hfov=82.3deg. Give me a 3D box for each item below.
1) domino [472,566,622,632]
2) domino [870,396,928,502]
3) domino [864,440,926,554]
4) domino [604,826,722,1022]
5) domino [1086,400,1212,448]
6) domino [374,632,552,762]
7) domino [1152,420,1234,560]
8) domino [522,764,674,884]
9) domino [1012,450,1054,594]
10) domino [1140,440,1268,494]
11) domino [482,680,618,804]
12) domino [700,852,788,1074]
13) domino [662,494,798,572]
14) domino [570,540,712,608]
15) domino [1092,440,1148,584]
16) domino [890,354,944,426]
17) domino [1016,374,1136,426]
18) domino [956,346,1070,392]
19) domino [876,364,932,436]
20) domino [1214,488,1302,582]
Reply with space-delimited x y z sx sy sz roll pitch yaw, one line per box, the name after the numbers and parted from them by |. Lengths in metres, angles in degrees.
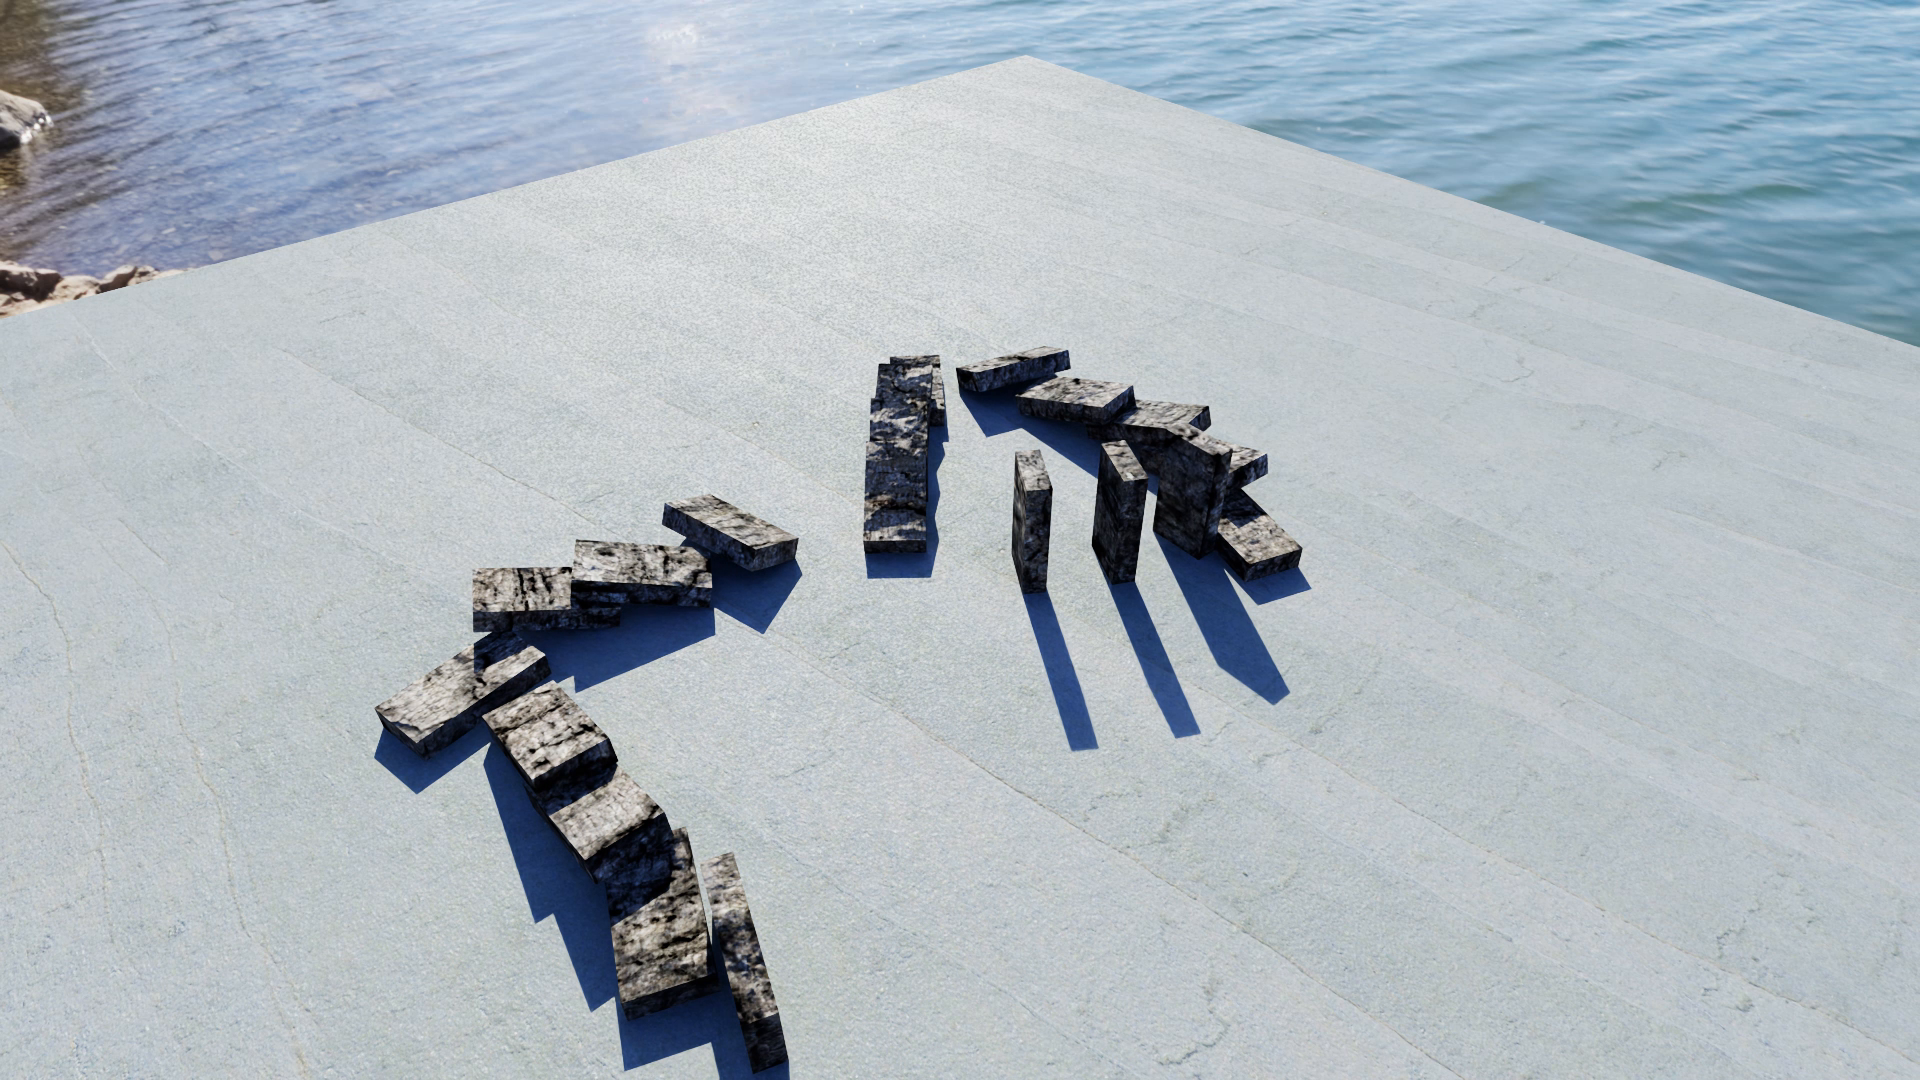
-0.153 0.021 0.407 0.050 0.009 0.025 0 37 -24 | domino
-0.027 -0.040 0.480 0.025 0.010 0.050 -1 58 0 | domino
-0.027 -0.018 0.454 0.025 0.009 0.050 -1 57 -1 | domino
-0.086 0.107 0.312 0.025 0.009 0.050 -13 41 -15 | domino
0.085 -0.053 0.497 0.050 0.010 0.025 12 38 41 | domino
-0.171 0.052 0.380 0.025 0.009 0.050 26 46 28 | domino
0.091 -0.019 0.435 0.009 0.050 0.025 -28 47 -30 | domino
-0.111 0.082 0.334 0.025 0.010 0.050 -29 33 -31 | domino
0.027 -0.007 0.419 0.010 0.050 0.025 -5 40 -6 | domino
0.105 -0.034 0.475 0.025 0.009 0.050 -26 30 -28 | domino
-0.133 0.064 0.355 0.025 0.010 0.050 -28 32 -30 | domino
-0.058 0.112 0.294 0.010 0.025 0.050 -14 41 -17 | domino
-0.092 -0.004 0.441 0.050 0.010 0.025 24 23 27 | domino
-0.121 0.013 0.417 0.050 0.009 0.025 4 34 -18 | domino
0.061 -0.010 0.424 0.010 0.050 0.025 -9 40 -10 | domino
-0.021 -0.072 0.532 0.025 0.010 0.050 -2 39 -3 | domino
0.054 -0.066 0.513 0.050 0.009 0.025 14 39 40 | domino
0.026 -0.084 0.539 0.050 0.009 0.025 -17 20 -19 | domino
-0.026 -0.058 0.502 0.025 0.009 0.050 2 58 2 | domino
0.114 -0.005 0.449 0.025 0.010 0.050 -15 42 -17 | domino
